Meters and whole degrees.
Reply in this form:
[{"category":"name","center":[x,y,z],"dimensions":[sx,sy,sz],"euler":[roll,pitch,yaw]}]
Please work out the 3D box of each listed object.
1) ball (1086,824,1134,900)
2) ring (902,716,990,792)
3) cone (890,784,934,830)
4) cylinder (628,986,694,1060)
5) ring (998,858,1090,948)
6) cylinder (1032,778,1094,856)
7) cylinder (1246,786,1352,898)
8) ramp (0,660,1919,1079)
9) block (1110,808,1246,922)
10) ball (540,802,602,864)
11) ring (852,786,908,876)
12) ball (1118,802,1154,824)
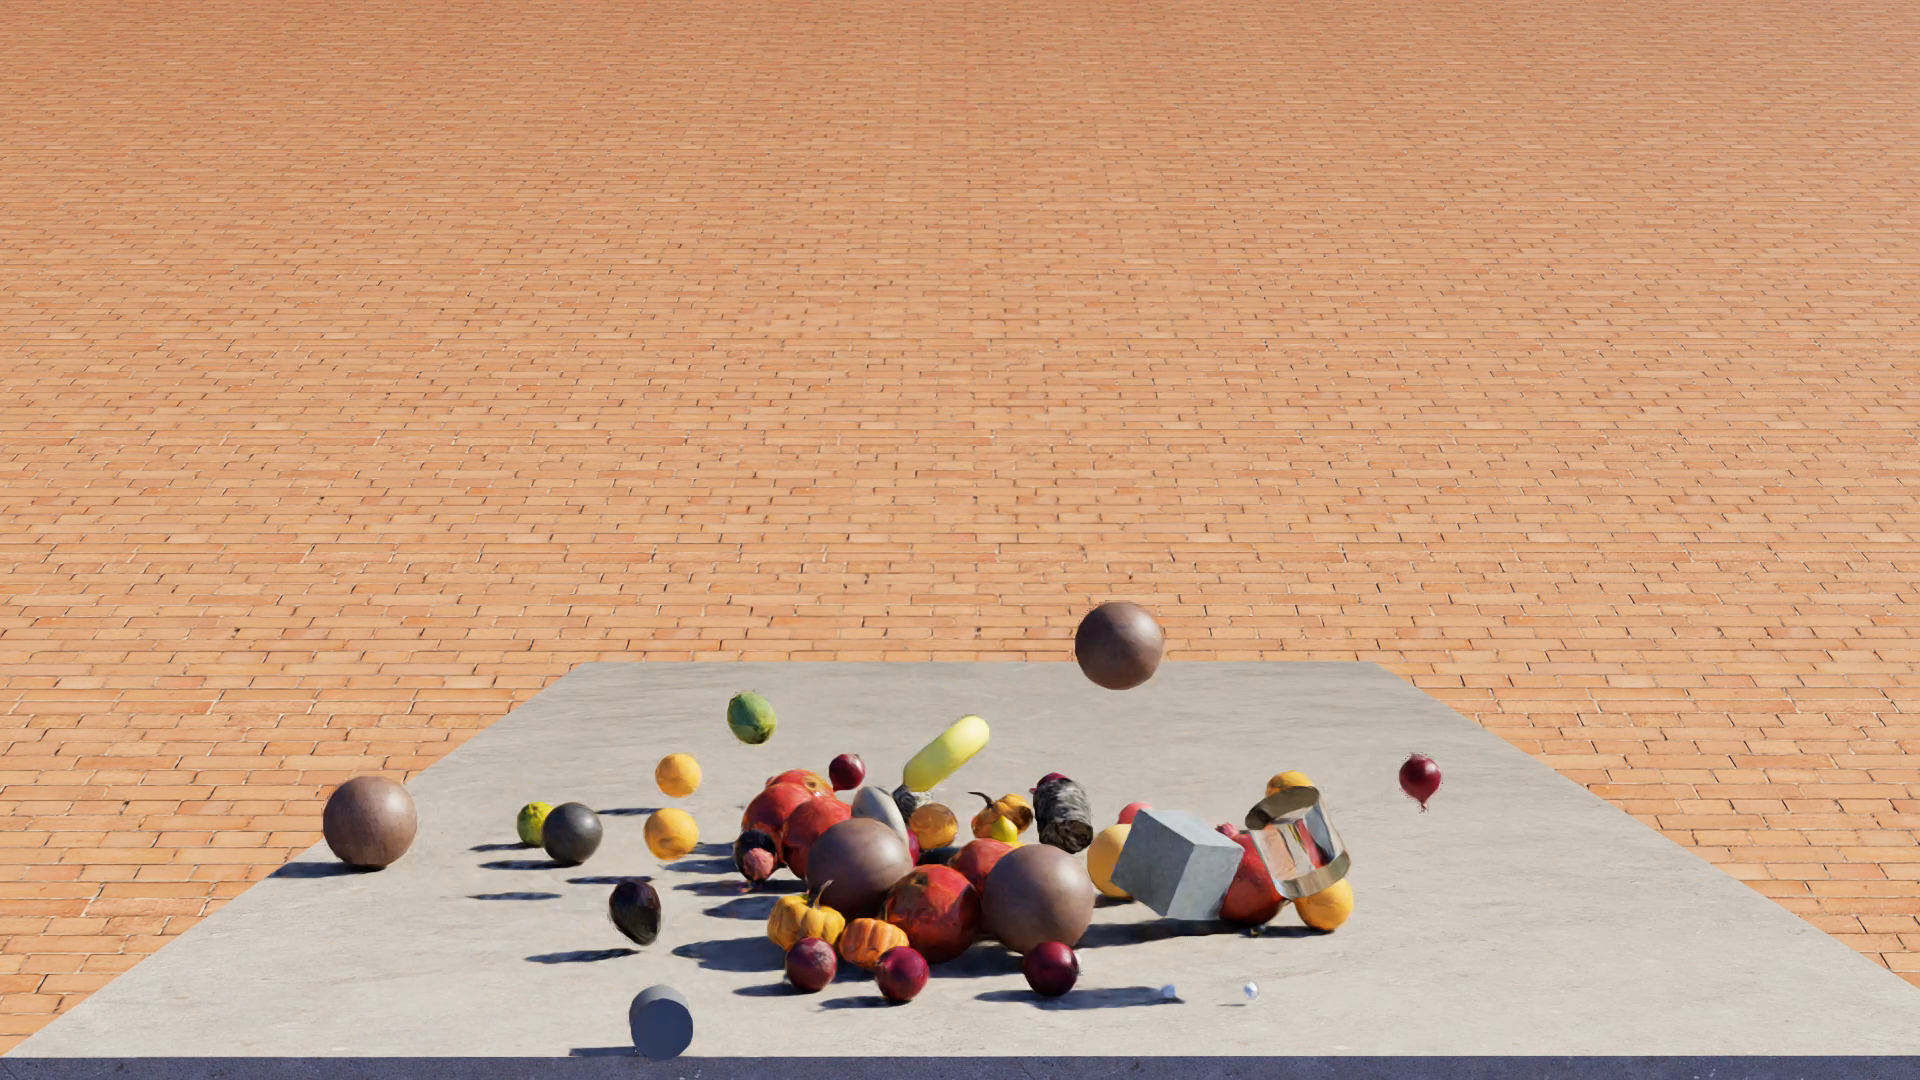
[{"category":"ball","center":[0.213,0.419,3.342],"dimensions":[0.098,0.098,0.098],"euler":[0,22,0]},{"category":"ring","center":[-0.018,0.278,3.327],"dimensions":[0.044,0.132,0.132],"euler":[51,37,6]},{"category":"cone","center":[-0.066,0.422,3.933],"dimensions":[0.074,0.074,0.074],"euler":[-7,31,-16]},{"category":"cylinder","center":[-0.296,0.477,2.546],"dimensions":[0.061,0.061,0.061],"euler":[-4,3,-10]},{"category":"ring","center":[0.099,0.429,3.042],"dimensions":[0.110,0.110,0.037],"euler":[-1,9,-1]},{"category":"cylinder","center":[0.147,0.396,3.672],"dimensions":[0.077,0.077,0.077],"euler":[-3,44,-7]},{"category":"cylinder","center":[0.369,0.329,2.805],"dimensions":[0.088,0.088,0.088],"euler":[-24,16,8]},{"category":"ramp","center":[0.051,0.458,4.533],"dimensions":[2.000,0.100,4.000],"euler":[0,3,0]},{"category":"block","center":[0.264,0.395,3.123],"dimensions":[0.098,0.098,0.098],"euler":[11,13,-45]},{"category":"ball","center":[-0.545,0.412,3.610],"dimensions":[0.087,0.087,0.087],"euler":[0,22,0]},{"category":"ring","center":[-0.102,0.371,3.284],"dimensions":[0.040,0.120,0.120],"euler":[-16,26,-22]},{"category":"ball","center":[0.262,0.415,3.782],"dimensions":[0.060,0.060,0.060],"euler":[0,22,0]}]
